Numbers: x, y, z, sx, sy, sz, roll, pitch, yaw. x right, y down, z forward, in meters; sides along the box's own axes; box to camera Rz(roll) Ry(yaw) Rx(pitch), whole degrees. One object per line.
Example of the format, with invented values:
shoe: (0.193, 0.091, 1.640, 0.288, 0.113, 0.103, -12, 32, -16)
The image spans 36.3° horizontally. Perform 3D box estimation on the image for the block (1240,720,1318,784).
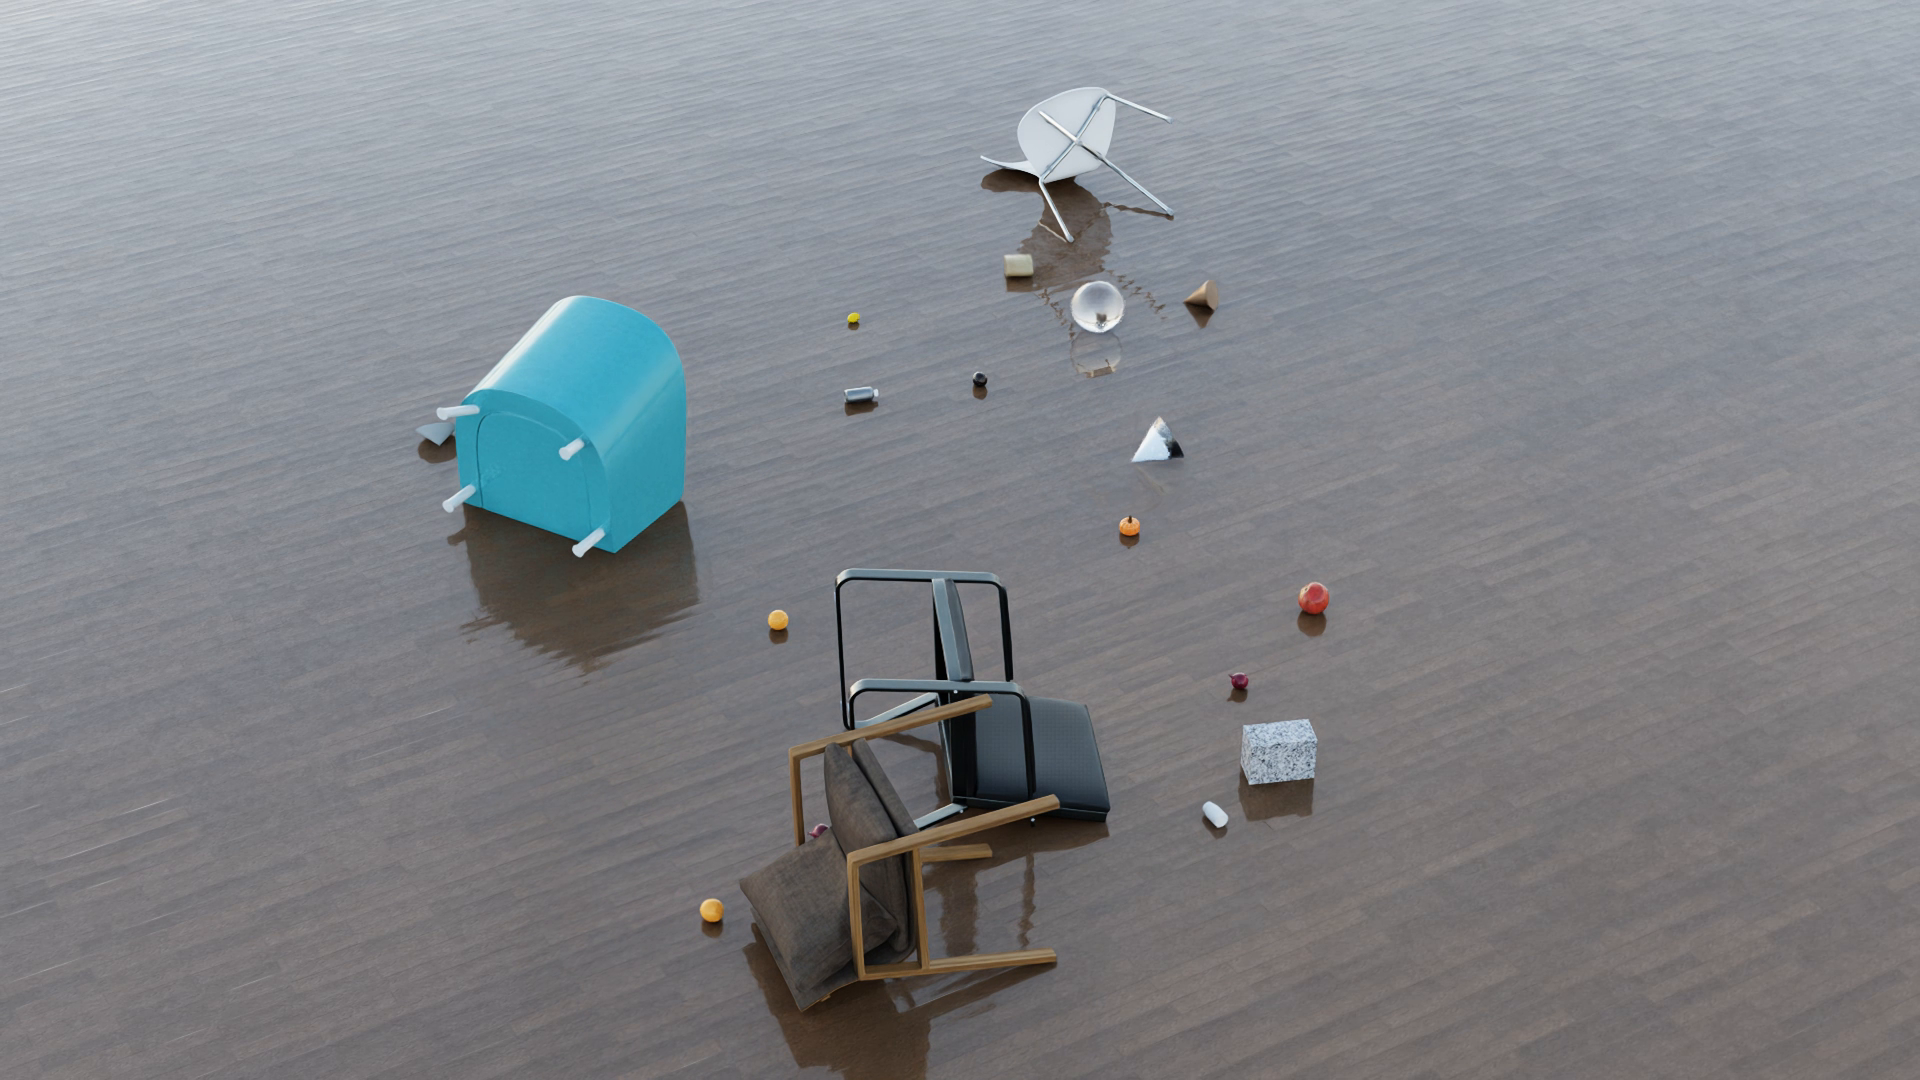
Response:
block: (1.058, 0.703, 9.733, 0.221, 0.158, 0.117, -5, 34, -8)

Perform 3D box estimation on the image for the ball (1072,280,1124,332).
ball: (0.573, -0.973, 12.223, 0.217, 0.217, 0.217, 0, 33, 0)

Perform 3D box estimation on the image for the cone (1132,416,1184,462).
cone: (0.744, -0.352, 11.407, 0.184, 0.175, 0.216, -32, 38, -1)

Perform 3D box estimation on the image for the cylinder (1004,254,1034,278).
cylinder: (0.253, -1.189, 12.678, 0.114, 0.077, 0.131, 3, 39, -7)

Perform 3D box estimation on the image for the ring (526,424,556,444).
ring: (-1.650, -0.419, 11.544, 0.116, 0.040, 0.103, -21, 38, -27)

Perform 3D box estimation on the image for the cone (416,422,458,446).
cone: (-2.049, -0.404, 11.516, 0.168, 0.114, 0.074, -6, 71, -17)

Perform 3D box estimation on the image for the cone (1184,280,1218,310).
cone: (1.009, -1.026, 12.449, 0.139, 0.123, 0.147, -11, 34, 29)
